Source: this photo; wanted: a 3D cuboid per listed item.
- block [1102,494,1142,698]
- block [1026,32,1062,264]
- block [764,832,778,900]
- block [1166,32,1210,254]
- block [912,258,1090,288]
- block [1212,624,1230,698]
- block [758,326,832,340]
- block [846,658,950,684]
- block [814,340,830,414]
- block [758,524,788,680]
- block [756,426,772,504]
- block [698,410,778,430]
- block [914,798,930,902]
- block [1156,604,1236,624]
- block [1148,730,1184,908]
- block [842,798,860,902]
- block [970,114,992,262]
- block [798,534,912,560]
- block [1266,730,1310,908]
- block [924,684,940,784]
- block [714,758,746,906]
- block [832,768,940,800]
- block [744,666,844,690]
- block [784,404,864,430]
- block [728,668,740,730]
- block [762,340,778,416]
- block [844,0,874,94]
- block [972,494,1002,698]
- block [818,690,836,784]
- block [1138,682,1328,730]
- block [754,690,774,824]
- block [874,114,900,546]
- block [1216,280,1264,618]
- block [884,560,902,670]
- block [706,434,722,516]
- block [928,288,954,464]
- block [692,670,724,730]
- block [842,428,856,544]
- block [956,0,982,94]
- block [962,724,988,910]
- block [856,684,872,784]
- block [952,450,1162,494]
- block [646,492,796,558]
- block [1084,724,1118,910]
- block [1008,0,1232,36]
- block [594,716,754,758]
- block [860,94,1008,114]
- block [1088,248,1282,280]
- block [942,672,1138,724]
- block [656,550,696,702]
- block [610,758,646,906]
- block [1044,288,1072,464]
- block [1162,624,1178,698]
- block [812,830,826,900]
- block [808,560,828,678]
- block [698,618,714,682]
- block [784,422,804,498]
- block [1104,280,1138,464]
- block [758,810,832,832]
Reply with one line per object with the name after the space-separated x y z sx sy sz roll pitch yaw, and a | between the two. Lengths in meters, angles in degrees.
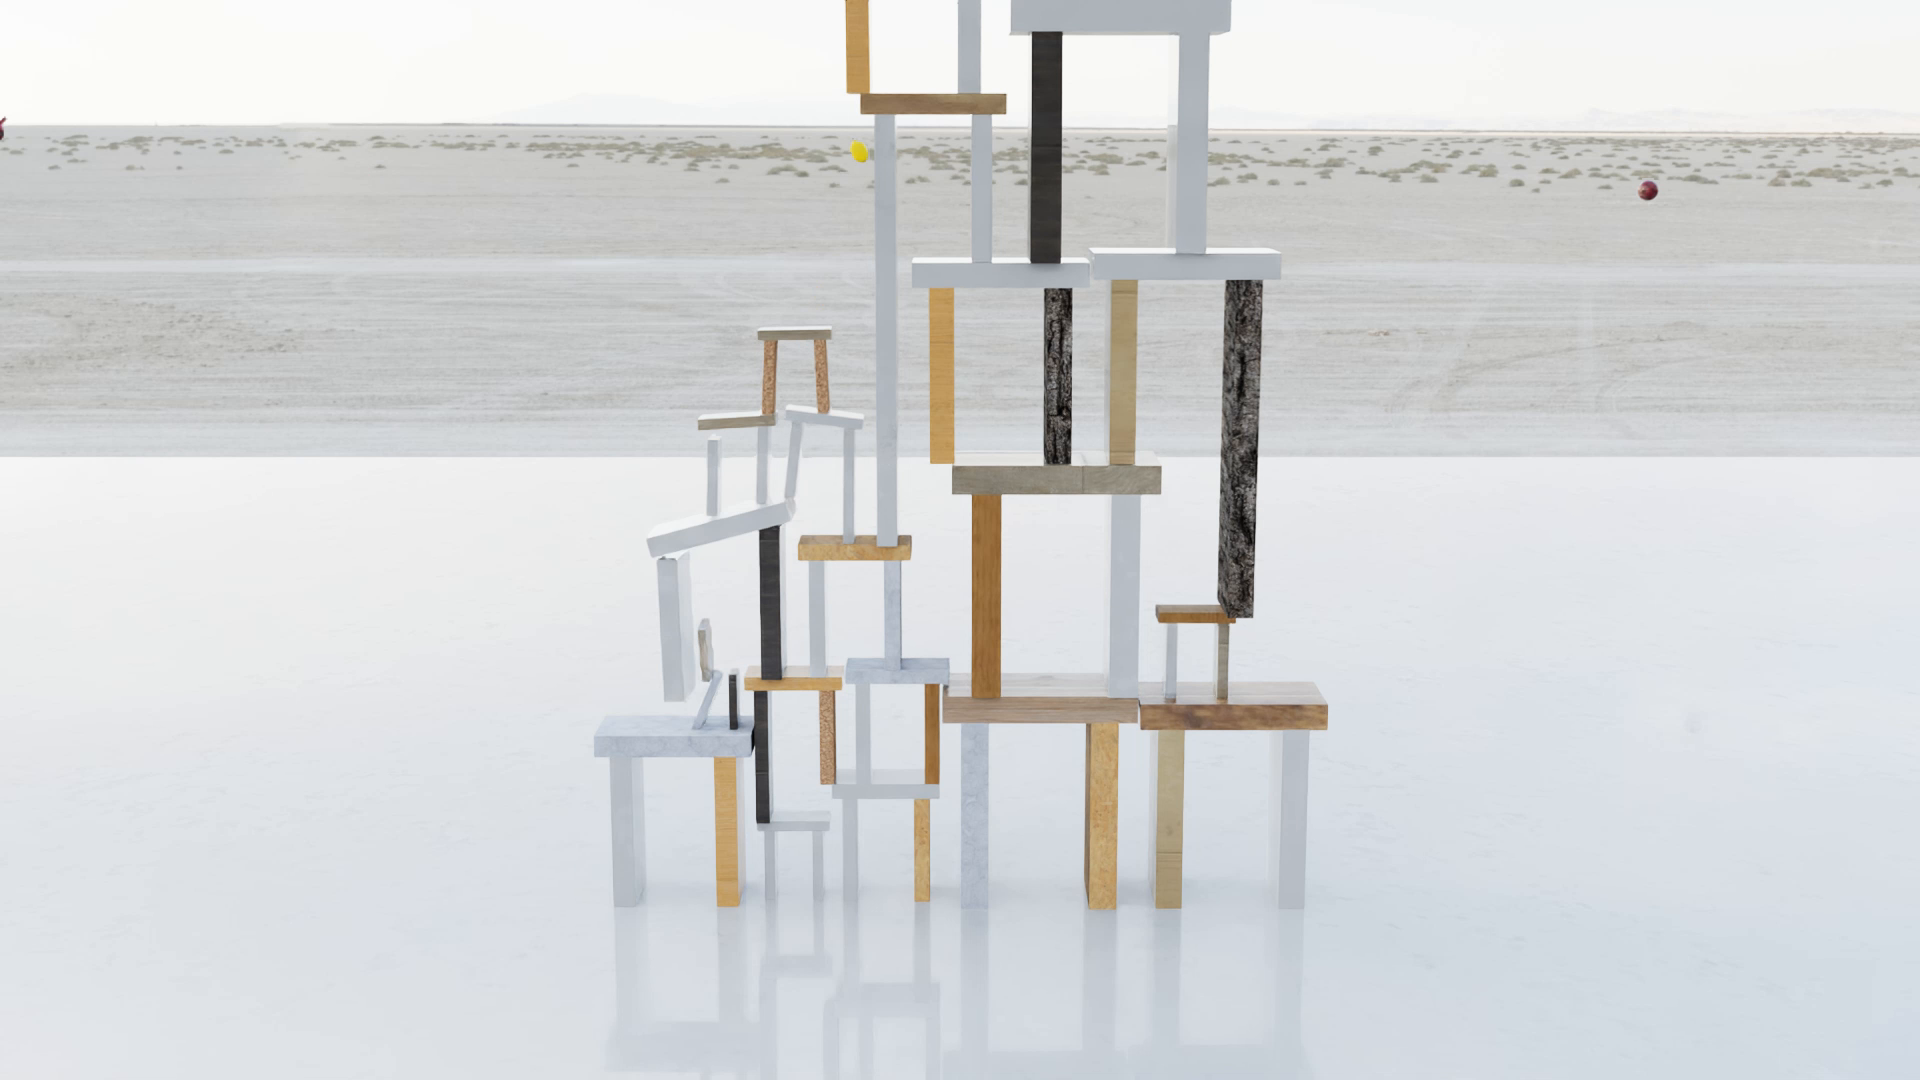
0.262 0.076 3.571 0.047 0.329 0.165 0 11 0 | block
0.132 -0.614 3.444 0.047 0.349 0.167 0 11 0 | block
-0.314 0.532 3.657 0.017 0.119 0.059 0 11 0 | block
0.355 -0.621 3.442 0.047 0.334 0.167 0 11 0 | block
0.063 -0.423 3.482 0.276 0.039 0.138 0 11 0 | block
0.426 0.191 3.592 0.018 0.125 0.063 0 11 0 | block
-0.262 -0.329 3.497 0.116 0.016 0.058 -1 11 0 | block
-0.102 0.214 3.602 0.168 0.024 0.084 0 11 0 | block
-0.220 -0.264 3.509 0.016 0.116 0.058 -2 11 0 | block
-0.304 0.094 3.574 0.033 0.246 0.116 0 11 0 | block
-0.316 -0.125 3.537 0.017 0.123 0.062 2 11 0 | block
-0.355 -0.192 3.524 0.123 0.017 0.062 -3 11 1 | block
-0.063 0.502 3.657 0.025 0.176 0.088 0 11 0 | block
0.383 0.120 3.579 0.125 0.018 0.063 0 11 0 | block
0.341 0.441 3.645 0.043 0.302 0.151 0 11 0 | block
-0.180 0.502 3.657 0.025 0.176 0.088 0 11 0 | block
0.034 -0.553 3.455 0.032 0.226 0.113 0 11 0 | block
-0.170 0.012 3.563 0.181 0.026 0.090 0 11 0 | block
0.542 0.441 3.645 0.043 0.302 0.151 0 11 0 | block
-0.046 0.309 3.619 0.024 0.168 0.084 0 11 0 | block
-0.381 0.465 3.646 0.036 0.254 0.127 0 11 0 | block
-0.122 0.403 3.639 0.176 0.025 0.088 0 11 0 | block
-0.270 0.226 3.599 0.158 0.022 0.079 0 11 0 | block
-0.217 -0.197 3.522 0.124 0.018 0.062 7 10 -2 | block
-0.370 0.260 3.604 0.013 0.093 0.046 0 11 0 | block
-0.304 -0.262 3.509 0.016 0.117 0.058 3 11 0 | block
-0.157 -0.823 3.412 0.036 0.257 0.128 0 11 0 | block
0.042 0.076 3.571 0.047 0.329 0.165 0 11 0 | block
-0.217 0.314 3.616 0.022 0.158 0.079 0 11 0 | block
0.442 0.272 3.614 0.302 0.043 0.151 0 11 0 | block
-0.323 0.347 3.622 0.022 0.224 0.079 0 11 0 | block
-0.116 -0.332 3.497 0.032 0.676 0.113 0 11 0 | block
0.448 -0.153 3.529 0.041 0.537 0.145 0 11 0 | block
-0.109 0.114 3.582 0.026 0.181 0.090 0 11 0 | block
-0.395 -0.104 3.541 0.017 0.123 0.062 2 11 0 | block
-0.028 -0.268 3.511 0.039 0.276 0.138 0 10 0 | block
-0.413 0.261 3.604 0.013 0.093 0.046 23 10 -4 | block
-0.178 -0.091 3.542 0.018 0.185 0.062 1 11 -1 | block
0.013 -0.823 3.412 0.036 0.257 0.128 0 11 -1 | block
0.024 0.435 3.643 0.044 0.314 0.157 0 11 0 | block
-0.158 0.309 3.619 0.024 0.168 0.084 0 11 0 | block
0.152 -0.109 3.536 0.329 0.047 0.165 0 11 0 | block
-0.383 -0.027 3.551 0.232 0.033 0.116 -15 10 3 | block
0.233 0.435 3.643 0.044 0.314 0.157 0 11 0 | block
0.243 -0.809 3.408 0.334 0.047 0.167 0 11 0 | block
-0.465 0.323 3.620 0.254 0.036 0.127 0 11 0 | block
-0.041 -0.680 3.432 0.226 0.032 0.113 0 11 0 | block
0.352 -0.437 3.476 0.290 0.041 0.145 0 11 0 | block
0.129 0.259 3.610 0.314 0.044 0.157 0 11 0 | block
-0.461 0.138 3.584 0.033 0.232 0.116 -2 8 3 | block
-0.550 0.465 3.646 0.036 0.254 0.127 0 11 0 | block
0.156 -0.268 3.511 0.039 0.276 0.138 0 11 0 | block
0.343 0.191 3.592 0.018 0.125 0.063 0 11 0 | block
-0.235 0.532 3.657 0.017 0.119 0.059 0 11 0 | block
-0.230 0.120 3.582 0.026 0.192 0.090 0 11 0 | block
-0.413 0.180 3.581 0.013 0.093 0.046 -1 19 4 | block
-0.266 -0.133 3.534 0.018 0.124 0.062 7 11 -1 | block
0.255 -0.274 3.506 0.041 0.290 0.145 0 10 0 | block
-0.274 0.465 3.645 0.119 0.017 0.059 0 11 0 | block
